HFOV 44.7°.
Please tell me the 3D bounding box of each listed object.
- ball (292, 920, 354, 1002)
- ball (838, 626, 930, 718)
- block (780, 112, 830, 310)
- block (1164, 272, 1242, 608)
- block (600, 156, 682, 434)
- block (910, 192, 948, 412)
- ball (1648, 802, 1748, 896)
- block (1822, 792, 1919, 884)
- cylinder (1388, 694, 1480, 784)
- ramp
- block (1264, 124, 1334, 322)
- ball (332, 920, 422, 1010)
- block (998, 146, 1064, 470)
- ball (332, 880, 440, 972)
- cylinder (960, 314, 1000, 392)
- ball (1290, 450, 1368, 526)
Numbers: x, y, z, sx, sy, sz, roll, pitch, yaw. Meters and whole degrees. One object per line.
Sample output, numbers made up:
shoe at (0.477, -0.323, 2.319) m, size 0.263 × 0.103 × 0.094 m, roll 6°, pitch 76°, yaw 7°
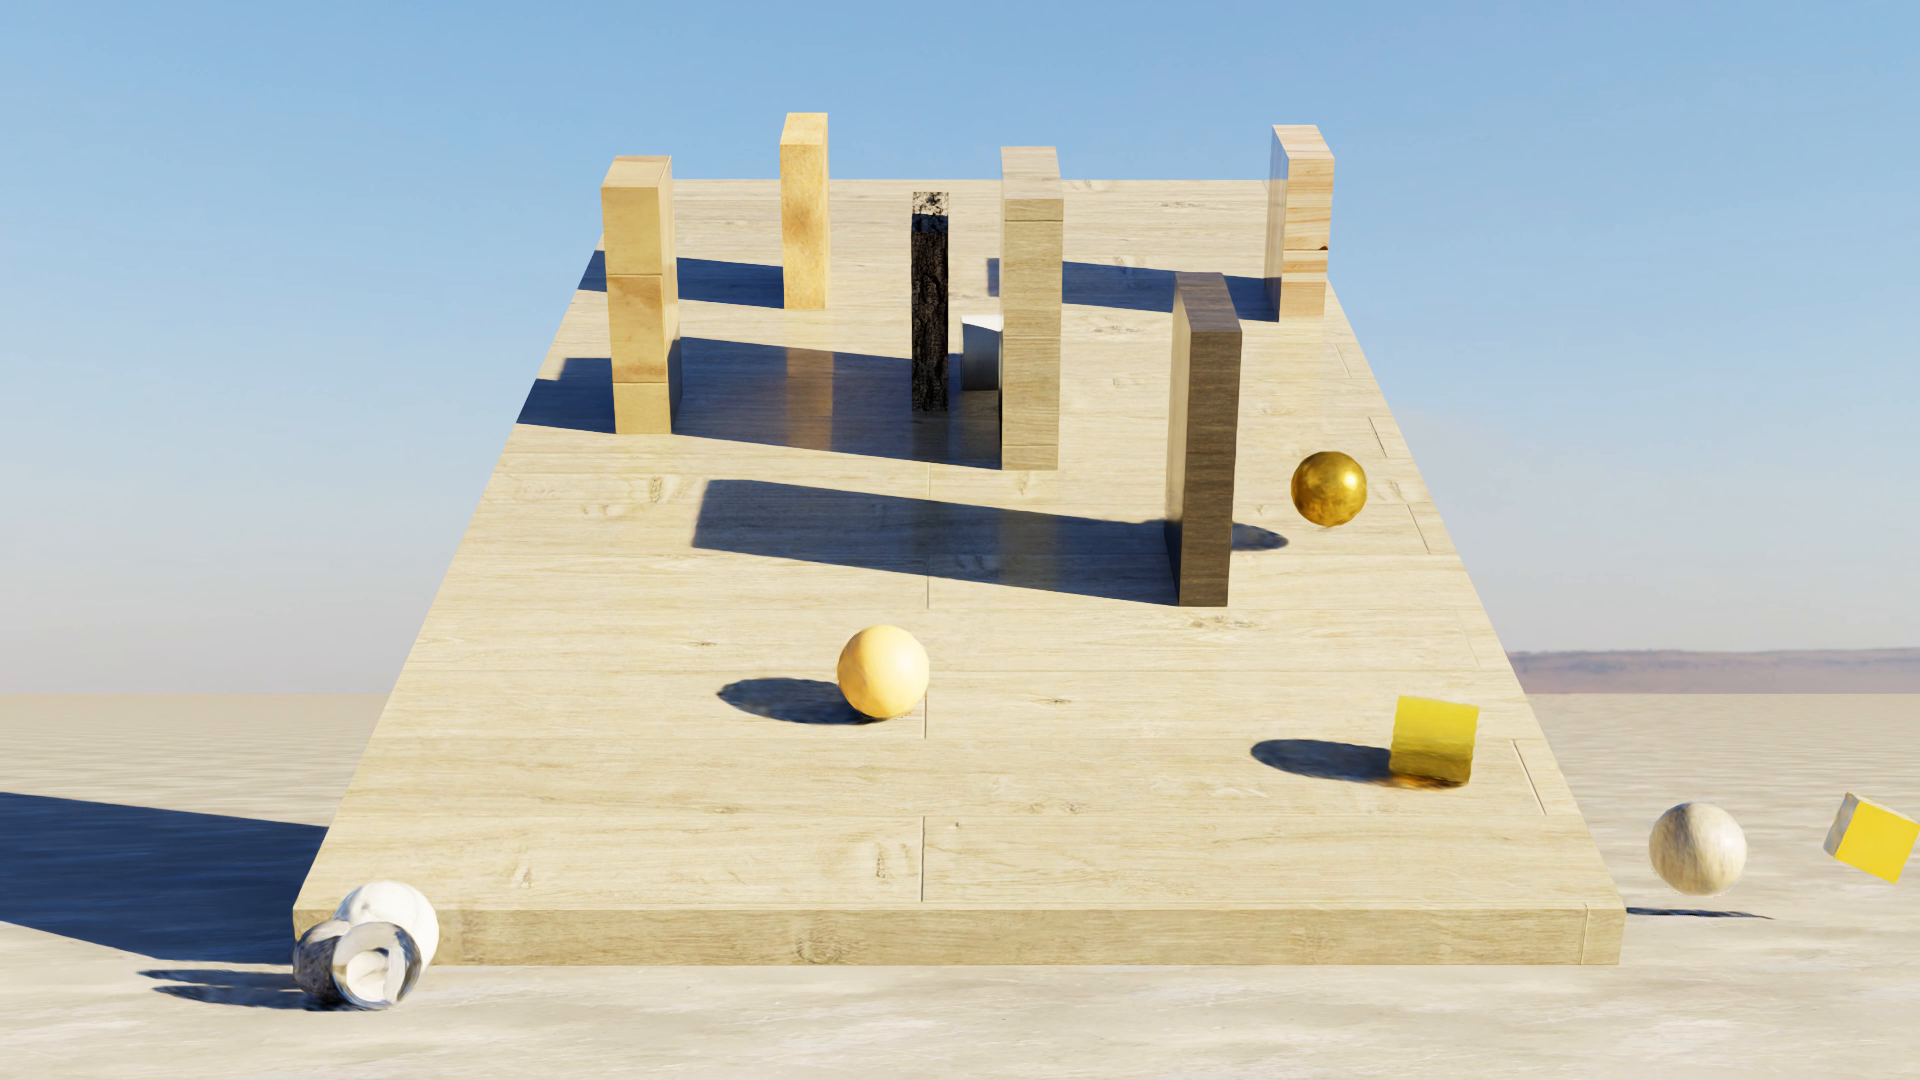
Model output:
ball at (-0.842, 0.565, 3.135) m, size 0.108 × 0.108 × 0.108 m, roll 0°, pitch -4°, yaw 0°
ball at (-0.132, 0.227, 4.022) m, size 0.160 × 0.160 × 0.160 m, roll 0°, pitch -4°, yaw 0°
block at (-0.401, -0.859, 6.077) m, size 0.105 × 0.434 × 0.320 m, roll 0°, pitch 24°, yaw 0°
block at (0.462, -0.196, 4.481) m, size 0.092 × 0.553 × 0.349 m, roll 0°, pitch 24°, yaw 0°
block at (-0.709, -0.549, 5.229) m, size 0.123 × 0.570 × 0.256 m, roll 0°, pitch 24°, yaw 0°
block at (-0.068, -0.558, 5.424) m, size 0.084 × 0.426 × 0.324 m, roll 0°, pitch 24°, yaw 0°
ball at (1.177, 0.492, 3.723) m, size 0.150 × 0.150 × 0.150 m, roll 0°, pitch -4°, yaw 0°
block at (1.646, 0.536, 4.216) m, size 0.114 × 0.114 × 0.114 m, roll 23°, pitch 6°, yaw 8°
cylinder at (0.780, 0.327, 3.838) m, size 0.130 × 0.130 × 0.130 m, roll 8°, pitch -2°, yaw 13°
ramp at (-0.008, -0.229, 5.338) m, size 2.000 × 0.100 × 4.000 m, roll 0°, pitch 24°, yaw 0°
block at (0.867, -0.815, 5.995) m, size 0.113 × 0.426 × 0.333 m, roll 0°, pitch 24°, yaw 0°
ball at (-0.764, 0.556, 3.055) m, size 0.116 × 0.116 × 0.116 m, roll 0°, pitch -4°, yaw 0°
block at (0.151, -0.511, 5.107) m, size 0.122 × 0.606 × 0.412 m, roll 0°, pitch 24°, yaw 0°
ball at (-0.806, 0.552, 3.263) m, size 0.151 × 0.151 × 0.151 m, roll 0°, pitch -4°, yaw 0°
cylinder at (0.092, -0.439, 5.464) m, size 0.179 × 0.179 × 0.179 m, roll -1°, pitch -4°, yaw -3°
ball at (0.733, -0.102, 4.632) m, size 0.152 × 0.152 × 0.152 m, roll 0°, pitch -4°, yaw 0°
